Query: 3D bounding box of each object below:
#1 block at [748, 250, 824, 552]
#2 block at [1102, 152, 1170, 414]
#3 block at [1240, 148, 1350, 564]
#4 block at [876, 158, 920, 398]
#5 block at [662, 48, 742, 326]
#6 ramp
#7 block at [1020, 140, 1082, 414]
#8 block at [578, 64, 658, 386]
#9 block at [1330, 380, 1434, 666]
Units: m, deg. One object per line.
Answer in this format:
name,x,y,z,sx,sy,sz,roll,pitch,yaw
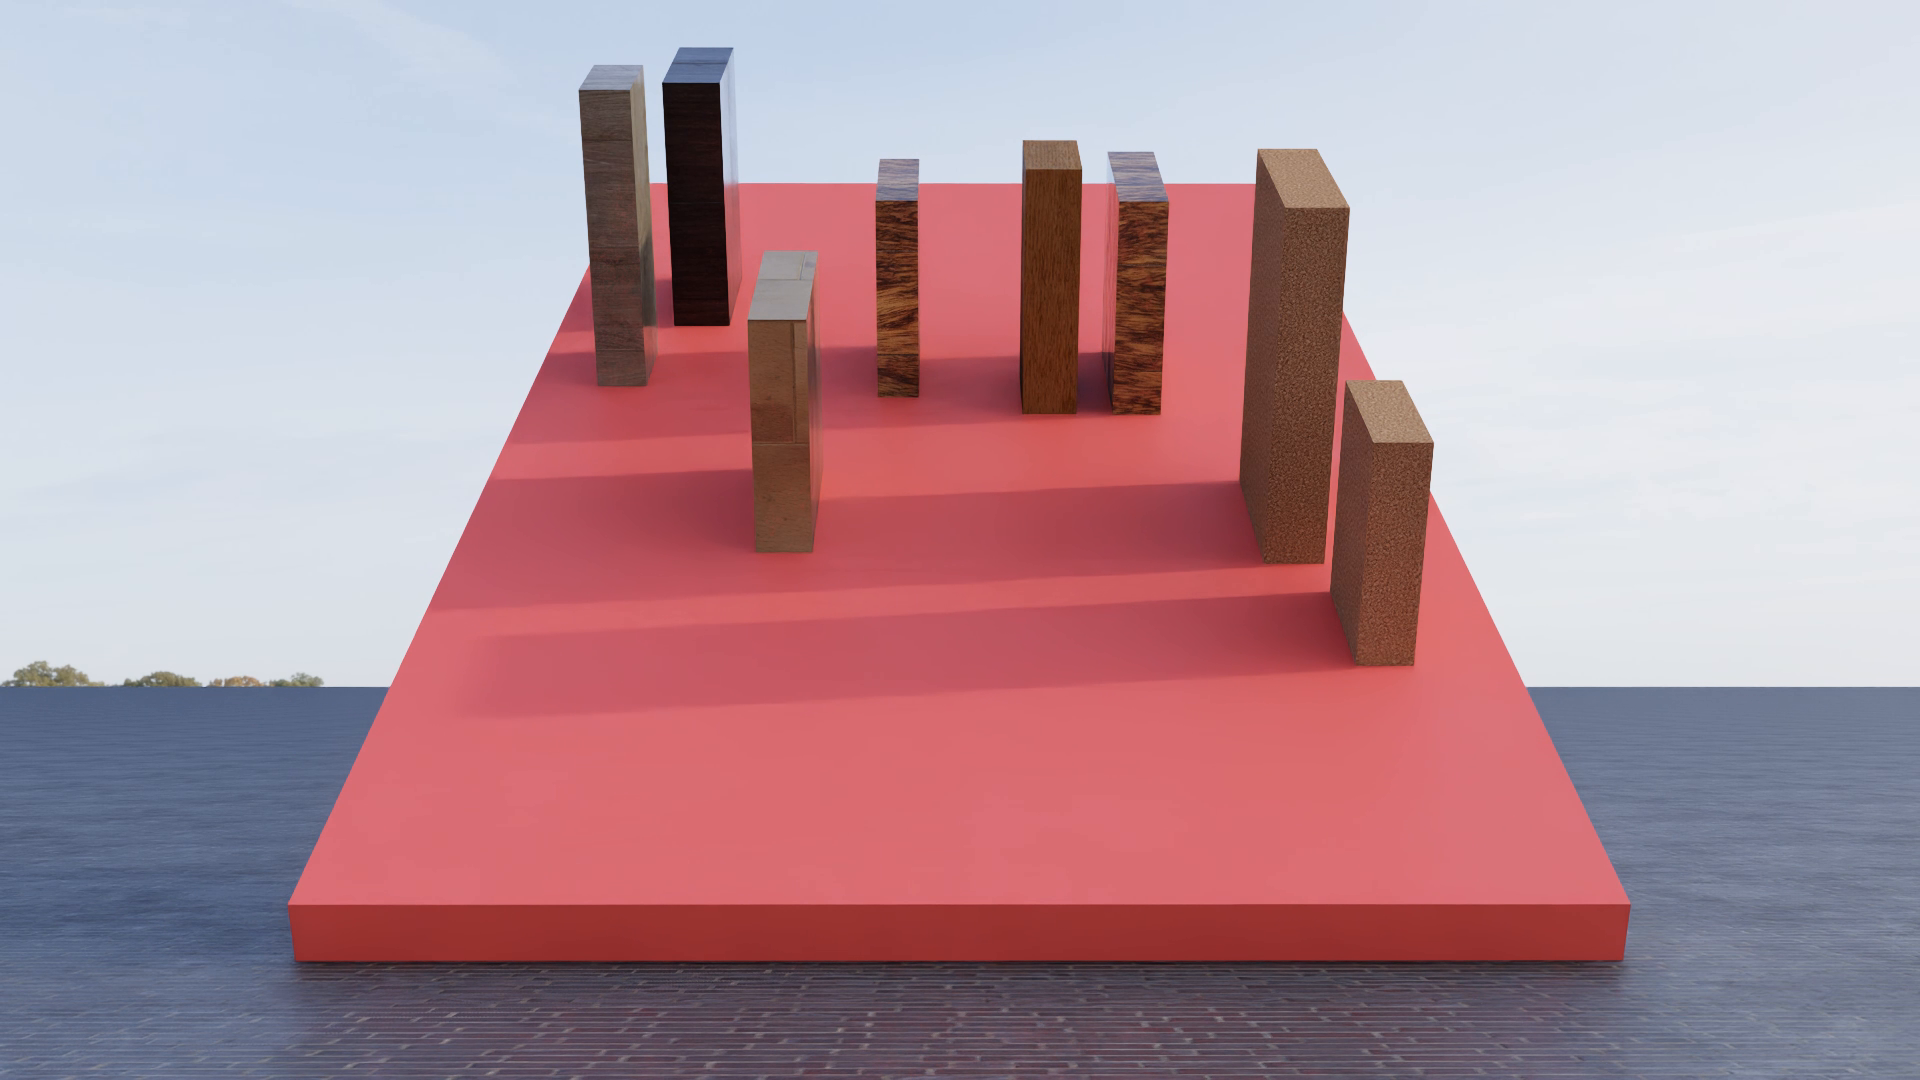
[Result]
block,-0.350,-0.287,4.724,0.112,0.486,0.445,0,24,0
block,0.403,-0.603,5.414,0.110,0.502,0.430,0,24,0
block,0.657,-0.370,4.626,0.119,0.721,0.427,0,24,0
block,-0.144,-0.622,5.491,0.095,0.471,0.364,0,24,0
block,-0.653,-0.905,5.941,0.140,0.619,0.399,0,24,0
ramp,-0.008,-0.228,5.312,2.000,0.100,4.000,0,24,0
block,0.205,-0.601,5.322,0.124,0.573,0.254,0,24,0
block,-0.796,-0.735,5.454,0.115,0.705,0.251,0,24,0
block,0.762,-0.035,4.233,0.104,0.431,0.312,0,24,0
